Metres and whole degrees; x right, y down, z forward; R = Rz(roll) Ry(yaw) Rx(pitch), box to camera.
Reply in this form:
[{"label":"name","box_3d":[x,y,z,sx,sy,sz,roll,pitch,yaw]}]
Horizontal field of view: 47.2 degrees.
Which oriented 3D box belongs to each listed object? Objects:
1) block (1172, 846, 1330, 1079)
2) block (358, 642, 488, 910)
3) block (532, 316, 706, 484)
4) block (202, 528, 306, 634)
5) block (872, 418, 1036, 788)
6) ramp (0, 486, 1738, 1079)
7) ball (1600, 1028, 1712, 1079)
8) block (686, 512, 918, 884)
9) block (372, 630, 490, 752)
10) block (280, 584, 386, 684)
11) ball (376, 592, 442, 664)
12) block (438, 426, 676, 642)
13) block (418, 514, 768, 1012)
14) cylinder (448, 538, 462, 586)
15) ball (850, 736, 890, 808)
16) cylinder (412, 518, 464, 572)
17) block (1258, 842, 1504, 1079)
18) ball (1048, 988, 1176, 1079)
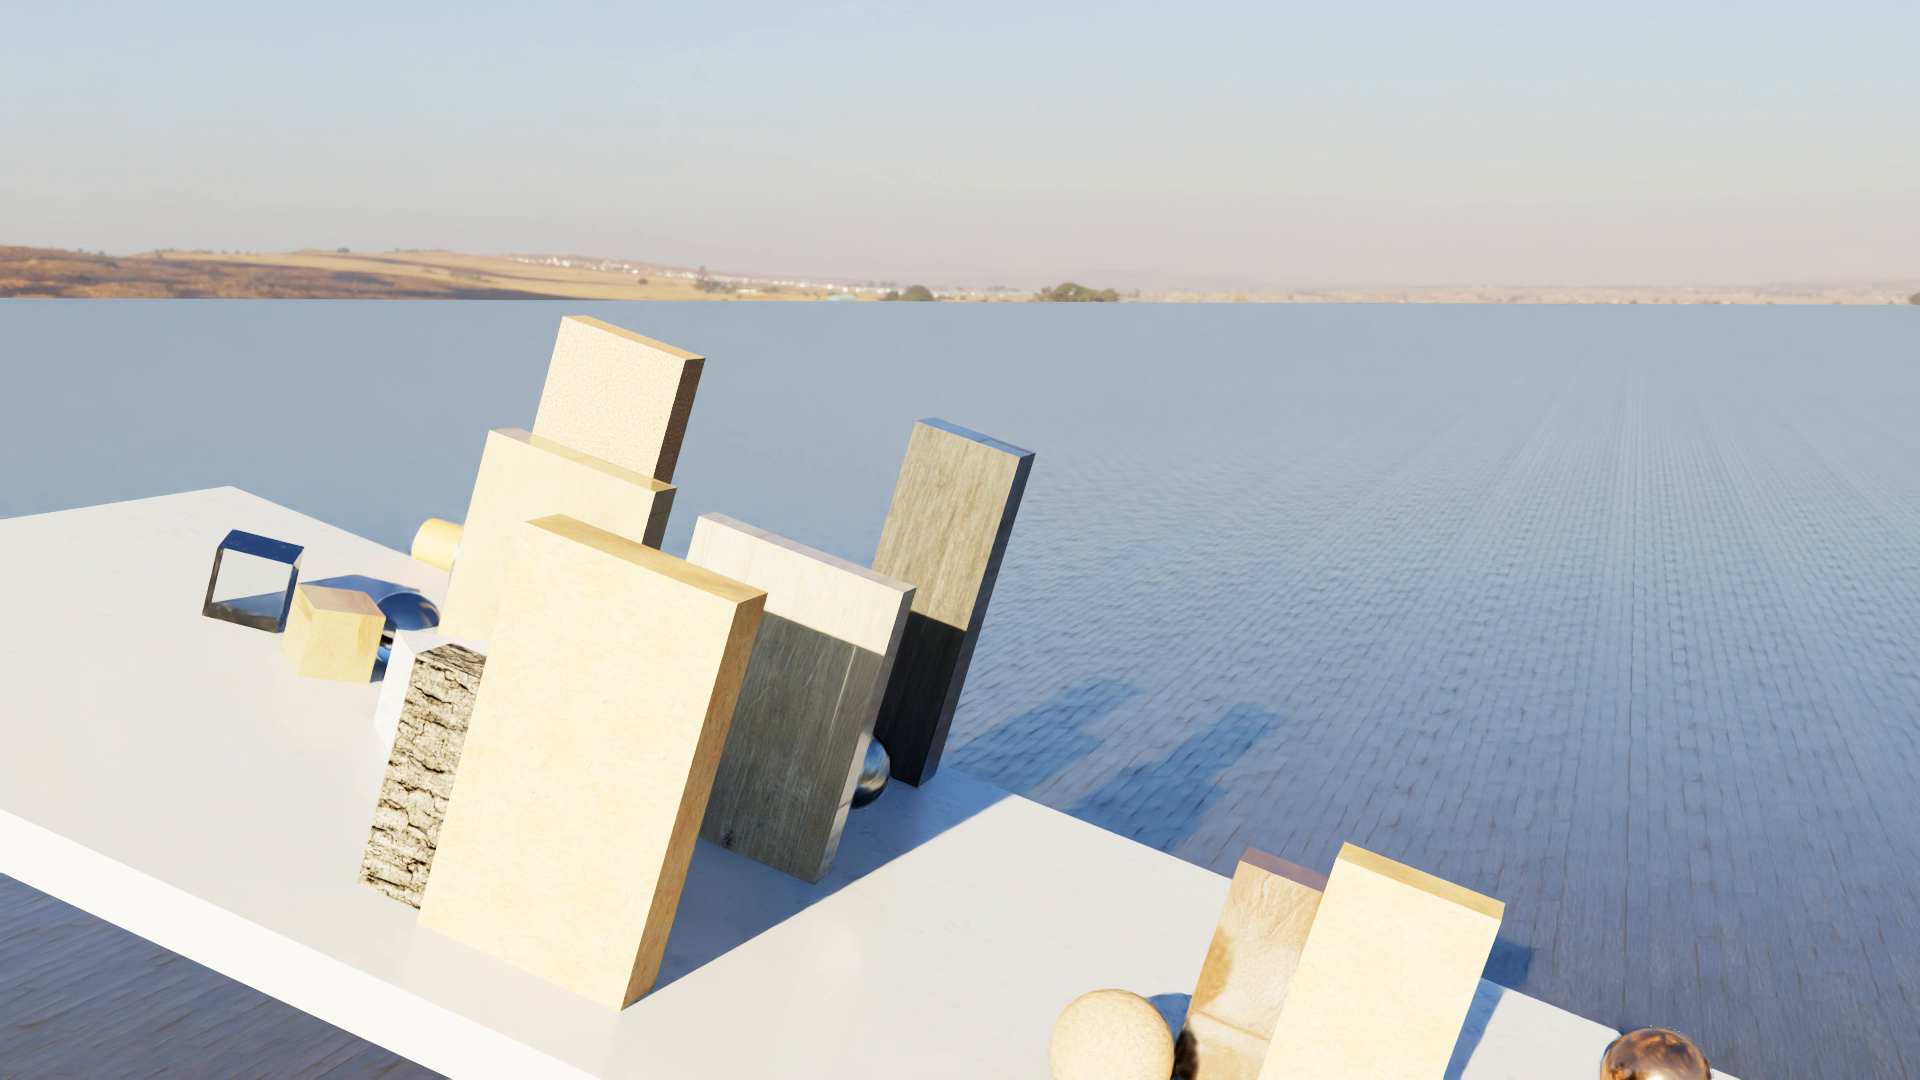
[{"label":"block","box_3d":[0.594,0.794,3.832,0.344,0.409,0.100,20,12,14]},{"label":"block","box_3d":[-0.780,0.419,3.608,0.306,0.409,0.115,20,12,14]},{"label":"block","box_3d":[-0.832,-0.082,4.940,0.306,0.782,0.110,20,12,14]},{"label":"block","box_3d":[-1.516,0.088,4.723,0.156,0.156,0.156,15,12,-10]},{"label":"block","box_3d":[-0.077,0.140,4.968,0.251,0.789,0.132,20,12,14]},{"label":"ramp","box_3d":[-0.361,0.687,4.229,4.000,0.100,2.000,20,12,14]},{"label":"ball","box_3d":[1.341,1.045,4.235,0.208,0.208,0.208,0,7,0]},{"label":"block","box_3d":[-0.377,0.303,4.246,0.432,0.602,0.081,20,12,14]},{"label":"block","box_3d":[-1.001,0.316,4.289,0.201,0.201,0.201,10,14,-31]},{"label":"block","box_3d":[-1.300,0.194,4.557,0.149,0.149,0.149,9,14,-34]},{"label":"ball","box_3d":[-1.187,0.191,4.698,0.162,0.162,0.162,0,7,0]},{"label":"block","box_3d":[-0.864,0.093,4.632,0.393,0.559,0.107,20,12,14]},{"label":"block","box_3d":[-0.589,0.350,3.500,0.375,0.692,0.125,20,12,14]},{"label":"cylinder","box_3d":[-1.125,0.065,5.334,0.178,0.178,0.178,16,6,-3]},{"label":"ball","box_3d":[-0.233,0.486,4.675,0.170,0.170,0.170,0,7,0]},{"label":"cylinder","box_3d":[-1.286,0.034,5.575,0.147,0.147,0.147,17,12,18]},{"label":"block","box_3d":[0.672,0.800,3.618,0.274,0.529,0.105,20,12,14]},{"label":"ball","box_3d":[0.249,0.843,3.614,0.208,0.208,0.208,0,7,0]}]
